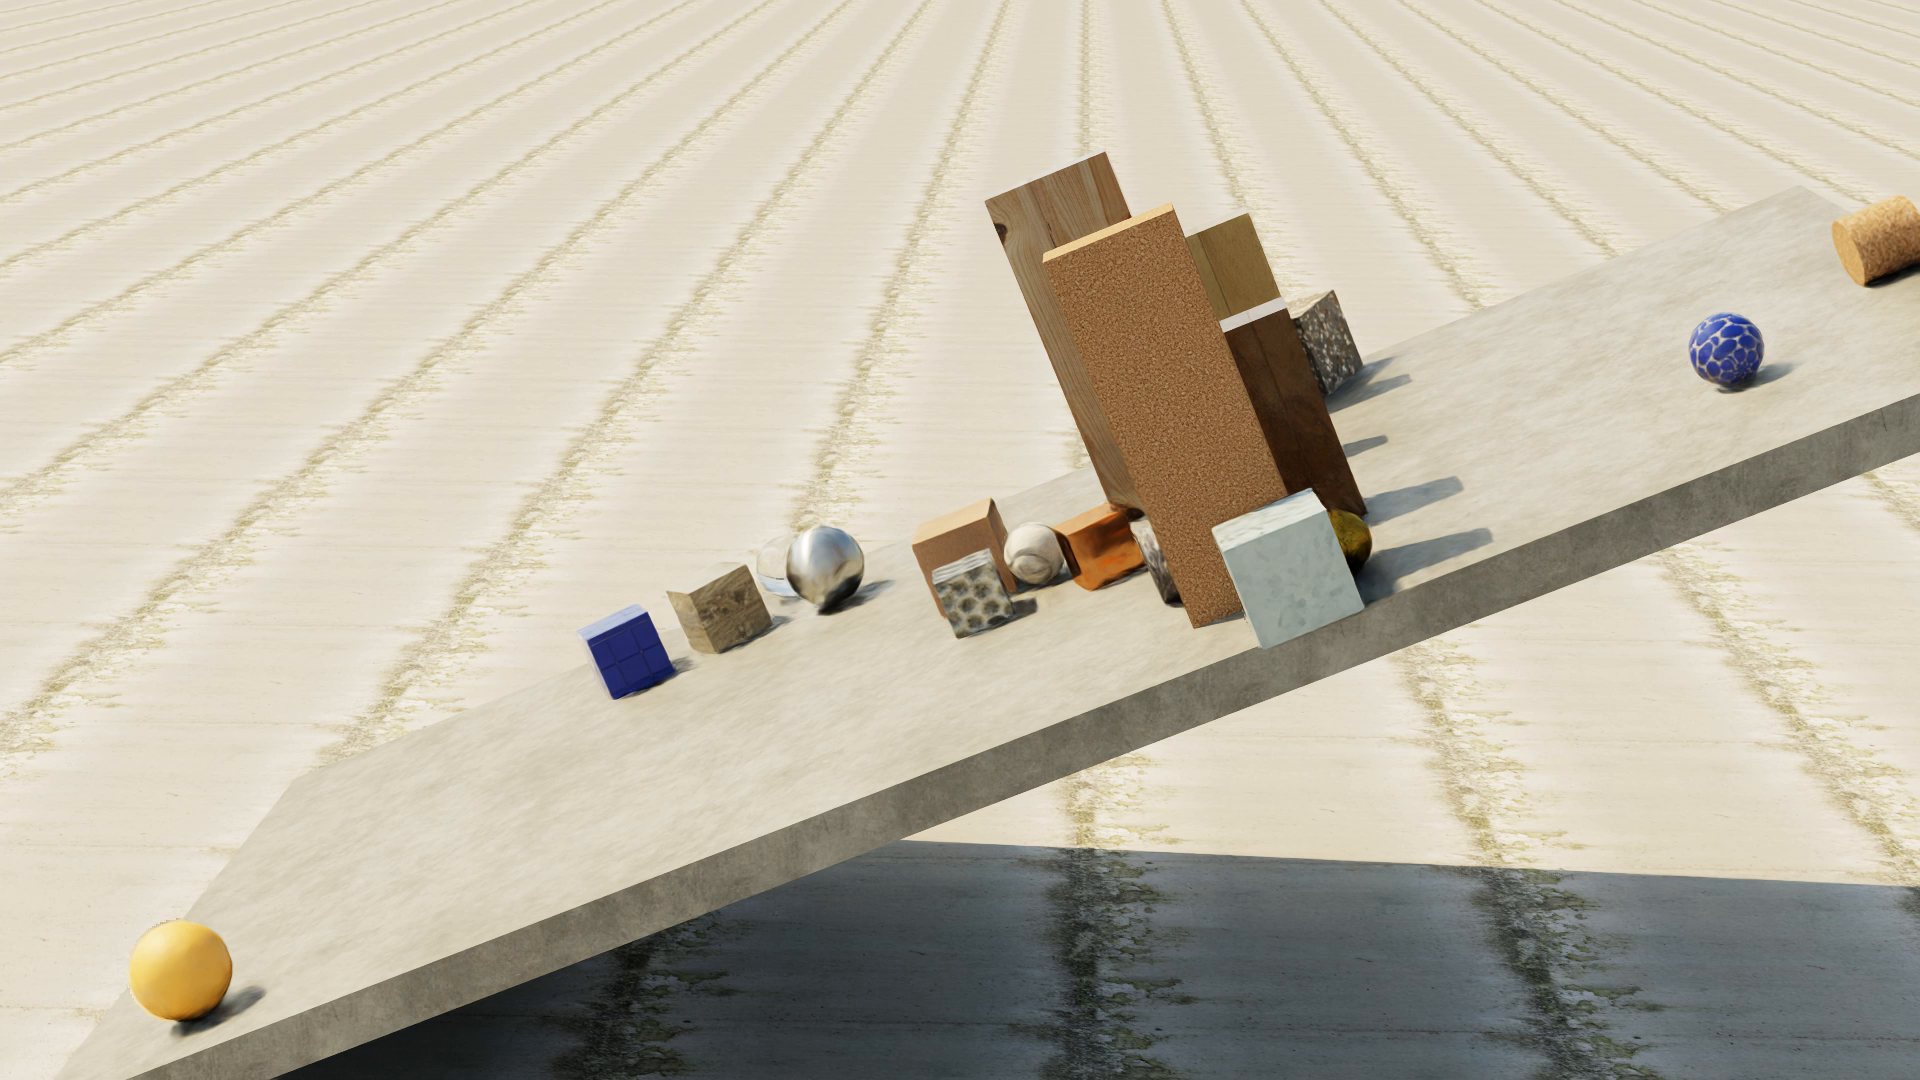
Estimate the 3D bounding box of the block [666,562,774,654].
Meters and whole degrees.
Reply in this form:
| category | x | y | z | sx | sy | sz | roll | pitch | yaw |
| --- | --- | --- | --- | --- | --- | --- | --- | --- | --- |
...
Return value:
| category | x | y | z | sx | sy | sz | roll | pitch | yaw |
| --- | --- | --- | --- | --- | --- | --- | --- | --- | --- |
| block | -0.572 | 0.160 | 6.995 | 0.160 | 0.160 | 0.160 | -28 | 13 | -22 |

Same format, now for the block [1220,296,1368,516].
| category | x | y | z | sx | sy | sz | roll | pitch | yaw |
| --- | --- | --- | --- | --- | --- | --- | --- | --- | --- |
| block | 0.607 | -0.223 | 5.812 | 0.244 | 0.442 | 0.132 | -21 | 12 | 8 |

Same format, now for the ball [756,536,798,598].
| category | x | y | z | sx | sy | sz | roll | pitch | yaw |
| --- | --- | --- | --- | --- | --- | --- | --- | --- | --- |
| ball | -0.421 | 0.065 | 7.147 | 0.151 | 0.151 | 0.151 | 0 | 14 | 0 |

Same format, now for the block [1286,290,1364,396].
| category | x | y | z | sx | sy | sz | roll | pitch | yaw |
| --- | --- | --- | --- | --- | --- | --- | --- | --- | --- |
| block | 0.801 | -0.451 | 7.010 | 0.198 | 0.198 | 0.198 | -14 | 15 | 38 |

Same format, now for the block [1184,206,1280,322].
| category | x | y | z | sx | sy | sz | roll | pitch | yaw |
| --- | --- | --- | --- | --- | --- | --- | --- | --- | --- |
| block | 0.570 | -0.470 | 6.834 | 0.395 | 0.485 | 0.101 | -21 | 12 | 8 |

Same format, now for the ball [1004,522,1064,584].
| category | x | y | z | sx | sy | sz | roll | pitch | yaw |
| --- | --- | --- | --- | --- | --- | --- | --- | --- | --- |
| ball | 0.160 | 0.027 | 6.298 | 0.132 | 0.132 | 0.132 | 0 | 14 | 0 |

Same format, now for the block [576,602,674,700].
| category | x | y | z | sx | sy | sz | roll | pitch | yaw |
| --- | --- | --- | --- | --- | --- | --- | --- | --- | --- |
| block | -0.791 | 0.263 | 6.955 | 0.159 | 0.159 | 0.159 | -26 | 12 | -11 |

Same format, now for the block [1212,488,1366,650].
| category | x | y | z | sx | sy | sz | roll | pitch | yaw |
| --- | --- | --- | --- | --- | --- | --- | --- | --- | --- |
| block | 0.586 | 0.050 | 5.274 | 0.195 | 0.195 | 0.195 | -22 | 12 | 4 |

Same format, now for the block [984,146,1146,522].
| category | x | y | z | sx | sy | sz | roll | pitch | yaw |
| --- | --- | --- | --- | --- | --- | --- | --- | --- | --- |
| block | 0.333 | -0.441 | 6.443 | 0.282 | 0.780 | 0.083 | -21 | 12 | 8 |

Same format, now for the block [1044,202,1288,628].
| category | x | y | z | sx | sy | sz | roll | pitch | yaw |
| --- | --- | --- | --- | --- | --- | --- | --- | --- | --- |
| block | 0.414 | -0.229 | 5.466 | 0.254 | 0.747 | 0.111 | -21 | 12 | 8 |

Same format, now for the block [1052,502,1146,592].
| category | x | y | z | sx | sy | sz | roll | pitch | yaw |
| --- | --- | --- | --- | --- | --- | --- | --- | --- | --- |
| block | 0.289 | 0.014 | 6.122 | 0.130 | 0.130 | 0.130 | -25 | 12 | -8 |

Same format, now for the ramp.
| category | x | y | z | sx | sy | sz | roll | pitch | yaw |
| --- | --- | --- | --- | --- | --- | --- | --- | --- | --- |
| ramp | 0.126 | 0.172 | 6.288 | 4.000 | 0.100 | 2.000 | -21 | 12 | 8 |

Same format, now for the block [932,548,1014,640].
| category | x | y | z | sx | sy | sz | roll | pitch | yaw |
| --- | --- | --- | --- | --- | --- | --- | --- | --- | --- |
| block | 0.028 | 0.112 | 6.178 | 0.130 | 0.130 | 0.130 | -22 | 12 | 3 |

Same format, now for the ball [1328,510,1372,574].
| category | x | y | z | sx | sy | sz | roll | pitch | yaw |
| --- | --- | --- | --- | --- | --- | --- | --- | --- | --- |
| ball | 0.699 | 0.006 | 5.429 | 0.123 | 0.123 | 0.123 | 0 | 14 | 0 |

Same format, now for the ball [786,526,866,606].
| category | x | y | z | sx | sy | sz | roll | pitch | yaw |
| --- | --- | --- | --- | --- | --- | --- | --- | --- | --- |
| ball | -0.316 | 0.061 | 6.888 | 0.187 | 0.187 | 0.187 | 0 | 14 | 0 |

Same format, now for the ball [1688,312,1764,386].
| category | x | y | z | sx | sy | sz | roll | pitch | yaw |
| --- | --- | --- | --- | --- | --- | --- | --- | --- | --- |
| ball | 1.454 | -0.363 | 5.583 | 0.140 | 0.140 | 0.140 | 0 | 14 | 0 |

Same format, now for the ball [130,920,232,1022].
| category | x | y | z | sx | sy | sz | roll | pitch | yaw |
| --- | --- | --- | --- | --- | --- | --- | --- | --- | --- |
| ball | -1.519 | 0.840 | 5.737 | 0.194 | 0.194 | 0.194 | 0 | 14 | 0 |

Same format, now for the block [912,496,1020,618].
| category | x | y | z | sx | sy | sz | roll | pitch | yaw |
| --- | --- | --- | --- | --- | --- | --- | --- | --- | --- |
| block | 0.016 | 0.038 | 6.407 | 0.176 | 0.176 | 0.176 | -21 | 12 | 10 |
